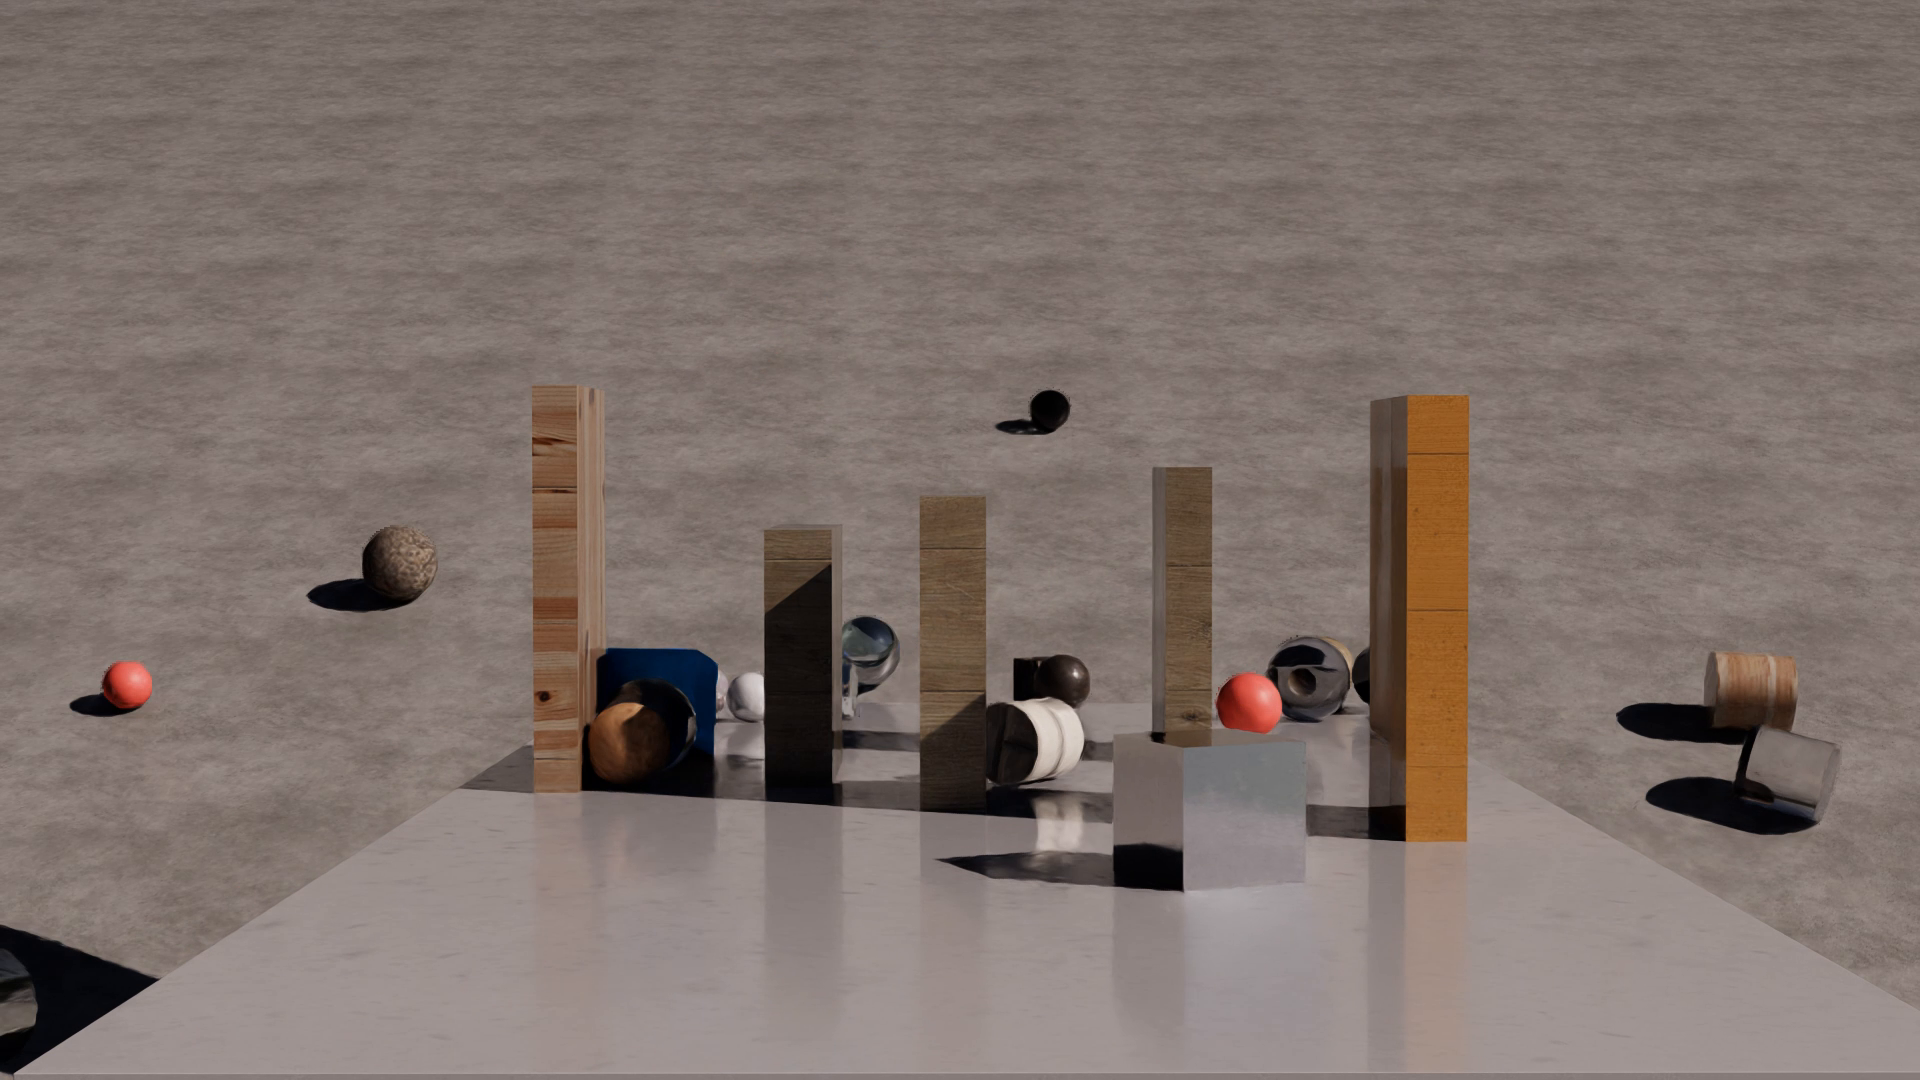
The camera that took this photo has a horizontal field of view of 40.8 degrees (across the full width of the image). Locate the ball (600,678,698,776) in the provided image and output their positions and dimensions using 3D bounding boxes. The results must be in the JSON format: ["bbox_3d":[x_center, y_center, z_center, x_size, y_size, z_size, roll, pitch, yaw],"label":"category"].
[{"bbox_3d":[-0.608,0.364,5.017,0.191,0.191,0.191,0,25,0],"label":"ball"}]

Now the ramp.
[{"bbox_3d":[0.058,0.522,4.561,2.000,0.100,4.000,0,2,0],"label":"ramp"}]

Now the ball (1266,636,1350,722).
[{"bbox_3d":[0.822,0.328,6.094,0.200,0.200,0.200,0,25,0],"label":"ball"}]

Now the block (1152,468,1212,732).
[{"bbox_3d":[0.461,0.149,5.367,0.094,0.601,0.346,0,2,0],"label":"block"}]

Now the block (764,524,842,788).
[{"bbox_3d":[-0.304,0.217,5.056,0.127,0.484,0.439,0,2,0],"label":"block"}]

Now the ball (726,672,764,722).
[{"bbox_3d":[-0.493,0.371,6.084,0.117,0.117,0.117,0,25,0],"label":"ball"}]

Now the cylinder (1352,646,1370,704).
[{"bbox_3d":[1.073,0.322,6.327,0.164,0.164,0.164,-11,-9,-21],"label":"cylinder"}]

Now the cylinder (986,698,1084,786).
[{"bbox_3d":[0.129,0.384,4.928,0.156,0.156,0.156,19,12,34],"label":"cylinder"}]

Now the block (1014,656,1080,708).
[{"bbox_3d":[0.217,0.358,6.447,0.121,0.121,0.121,-1,2,-29],"label":"block"}]

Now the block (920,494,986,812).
[{"bbox_3d":[-0.012,0.195,4.632,0.116,0.550,0.265,0,2,0],"label":"block"}]

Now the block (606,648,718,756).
[{"bbox_3d":[-0.619,0.335,5.295,0.195,0.195,0.195,0,-11,8],"label":"block"}]

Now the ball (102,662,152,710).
[{"bbox_3d":[-2.165,0.378,6.707,0.124,0.124,0.124,0,25,0],"label":"ball"}]

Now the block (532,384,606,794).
[{"bbox_3d":[-0.745,0.086,4.930,0.083,0.752,0.375,0,2,0],"label":"block"}]

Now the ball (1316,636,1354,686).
[{"bbox_3d":[0.926,0.331,6.589,0.168,0.168,0.168,0,25,0],"label":"ball"}]

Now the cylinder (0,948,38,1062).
[{"bbox_3d":[-1.323,0.618,3.363,0.160,0.160,0.160,9,1,18],"label":"cylinder"}]

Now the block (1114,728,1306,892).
[{"bbox_3d":[0.364,0.392,3.781,0.205,0.205,0.205,-1,2,-25],"label":"block"}]

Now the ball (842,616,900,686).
[{"bbox_3d":[-0.249,0.294,6.812,0.185,0.185,0.185,0,25,0],"label":"ball"}]

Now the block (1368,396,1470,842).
[{"bbox_3d":[0.764,0.121,4.311,0.098,0.715,0.371,0,2,0],"label":"block"}]

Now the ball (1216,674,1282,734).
[{"bbox_3d":[0.641,0.367,5.712,0.144,0.144,0.144,0,25,0],"label":"ball"}]

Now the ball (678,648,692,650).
[{"bbox_3d":[-0.707,0.345,6.573,0.141,0.141,0.141,0,25,0],"label":"ball"}]

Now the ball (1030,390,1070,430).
[{"bbox_3d":[0.292,-0.424,8.391,0.132,0.132,0.132,0,25,0],"label":"ball"}]

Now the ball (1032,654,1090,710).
[{"bbox_3d":[0.250,0.351,6.315,0.142,0.142,0.142,0,25,0],"label":"ball"}]

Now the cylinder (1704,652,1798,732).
[{"bbox_3d":[2.021,0.390,6.596,0.197,0.197,0.197,3,26,7],"label":"cylinder"}]

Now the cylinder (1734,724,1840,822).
[{"bbox_3d":[1.999,0.562,6.231,0.196,0.196,0.196,14,29,28],"label":"cylinder"}]

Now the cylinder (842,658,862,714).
[{"bbox_3d":[-0.315,0.360,6.137,0.129,0.129,0.129,-16,25,4],"label":"cylinder"}]

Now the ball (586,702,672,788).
[{"bbox_3d":[-0.623,0.385,4.842,0.159,0.159,0.159,0,25,0],"label":"ball"}]

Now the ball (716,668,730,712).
[{"bbox_3d":[-0.619,0.363,6.234,0.126,0.126,0.126,0,25,0],"label":"ball"}]

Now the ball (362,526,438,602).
[{"bbox_3d":[-1.579,0.068,7.263,0.209,0.209,0.209,0,25,0],"label":"ball"}]
